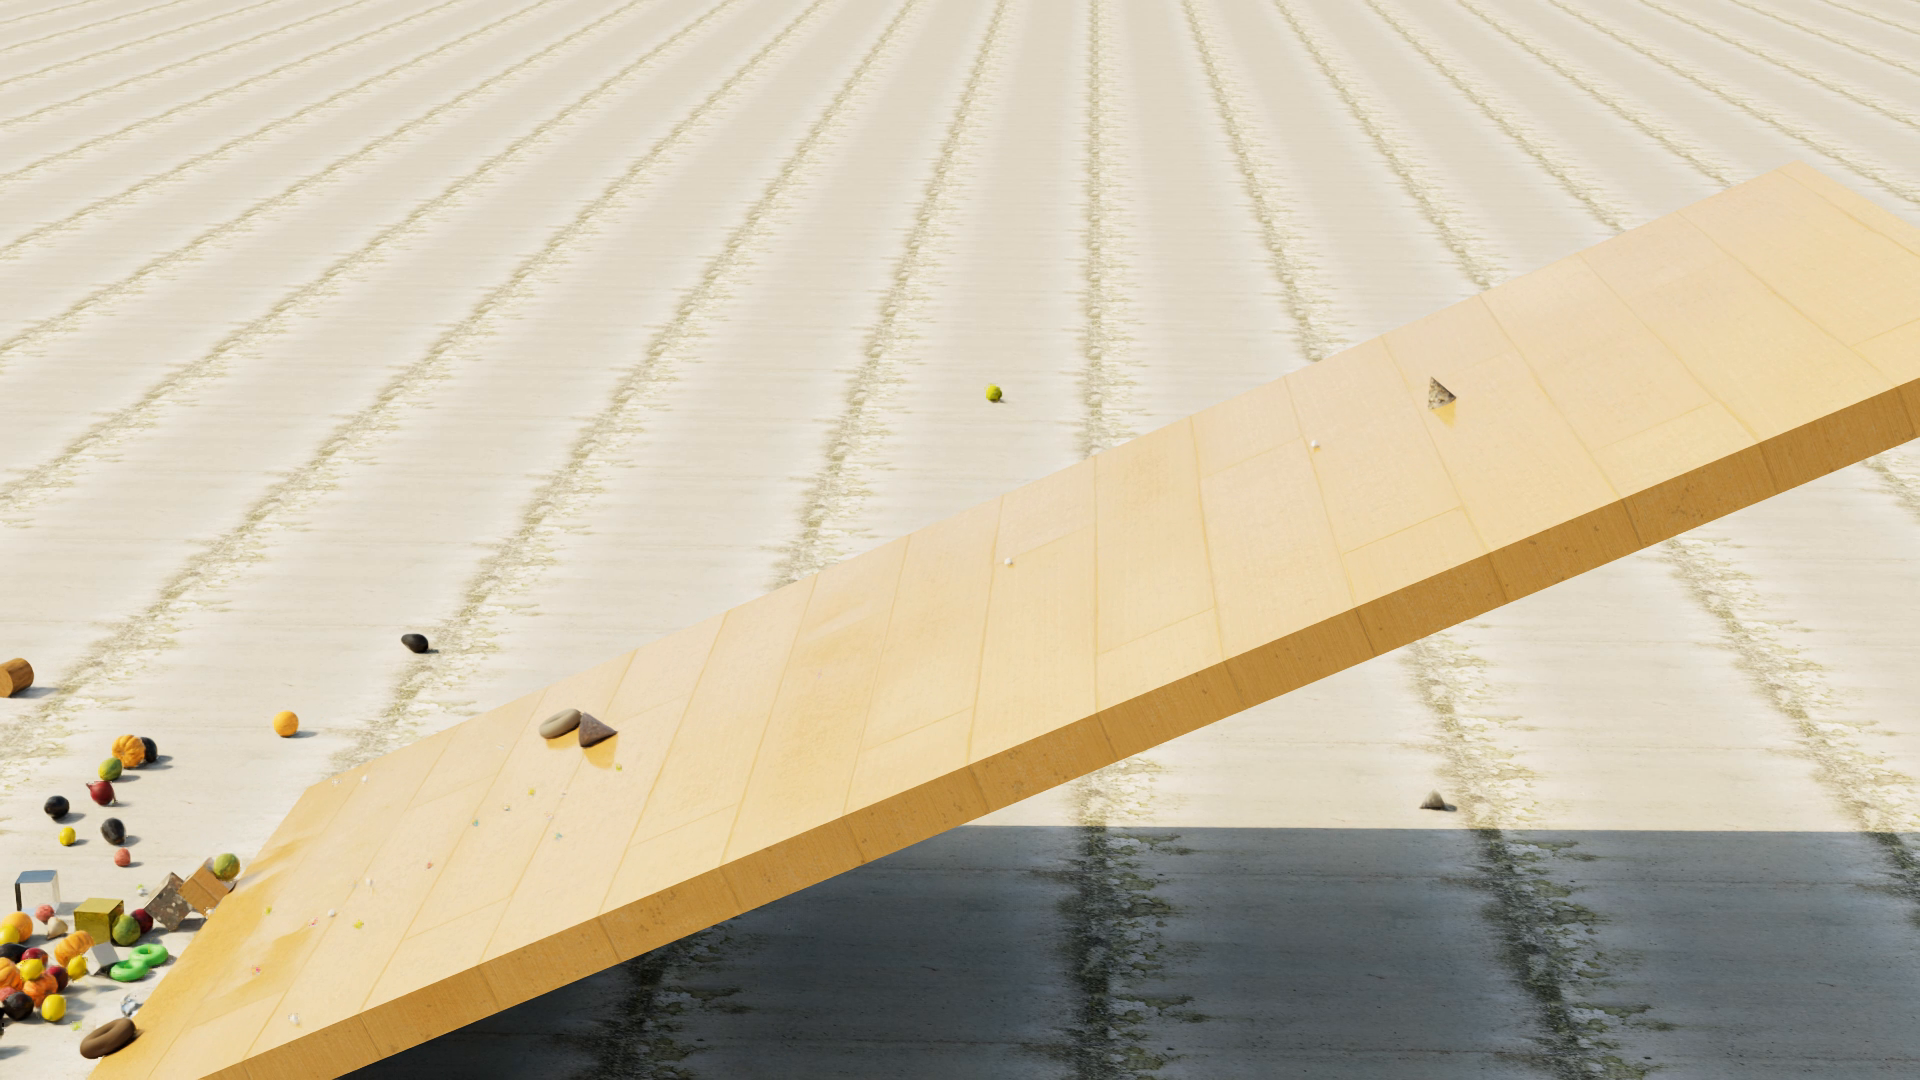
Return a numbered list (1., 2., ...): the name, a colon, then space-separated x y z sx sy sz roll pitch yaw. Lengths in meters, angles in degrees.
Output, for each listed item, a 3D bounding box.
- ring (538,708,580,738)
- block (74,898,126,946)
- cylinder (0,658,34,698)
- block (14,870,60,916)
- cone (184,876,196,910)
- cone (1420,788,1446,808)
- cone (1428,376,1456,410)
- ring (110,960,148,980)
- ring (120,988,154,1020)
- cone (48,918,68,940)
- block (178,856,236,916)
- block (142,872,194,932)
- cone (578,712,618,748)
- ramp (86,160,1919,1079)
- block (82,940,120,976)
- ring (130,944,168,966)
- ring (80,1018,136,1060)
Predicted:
1. ring: -0.940 0.431 6.910 0.107 0.036 0.107 -24 11 5
2. block: -1.986 0.882 6.791 0.084 0.084 0.084 2 15 8
3. cylinder: -2.765 0.401 8.565 0.094 0.094 0.094 6 16 22
4. block: -2.184 0.836 6.965 0.083 0.083 0.083 -1 15 -5
5. cone: -1.850 0.853 6.983 0.089 0.089 0.089 -24 10 15
6. cone: 1.218 0.683 7.639 0.064 0.064 0.064 -28 17 1
7. cone: 1.013 -0.321 6.256 0.065 0.065 0.065 -23 13 6
8. ring: -1.863 0.964 6.593 0.083 0.028 0.083 -1 14 0
9. ring: -1.762 1.011 6.395 0.123 0.041 0.123 0 16 0
10. cone: -2.101 0.909 6.808 0.051 0.051 0.051 5 43 18
11. block: -1.756 0.807 6.862 0.087 0.087 0.087 -45 9 5
12. block: -1.841 0.844 6.866 0.084 0.084 0.084 43 5 -16
13. cone: -0.813 0.433 6.664 0.082 0.082 0.082 5 16 8
14. ramp: 0.132 0.170 6.284 4.000 0.100 2.000 -23 13 8
15. block: -1.928 0.940 6.599 0.051 0.051 0.051 -18 -19 -49
16. ring: -1.841 0.943 6.672 0.087 0.029 0.087 0 16 0
17. ring: -1.743 1.019 6.015 0.120 0.040 0.120 -25 12 5
